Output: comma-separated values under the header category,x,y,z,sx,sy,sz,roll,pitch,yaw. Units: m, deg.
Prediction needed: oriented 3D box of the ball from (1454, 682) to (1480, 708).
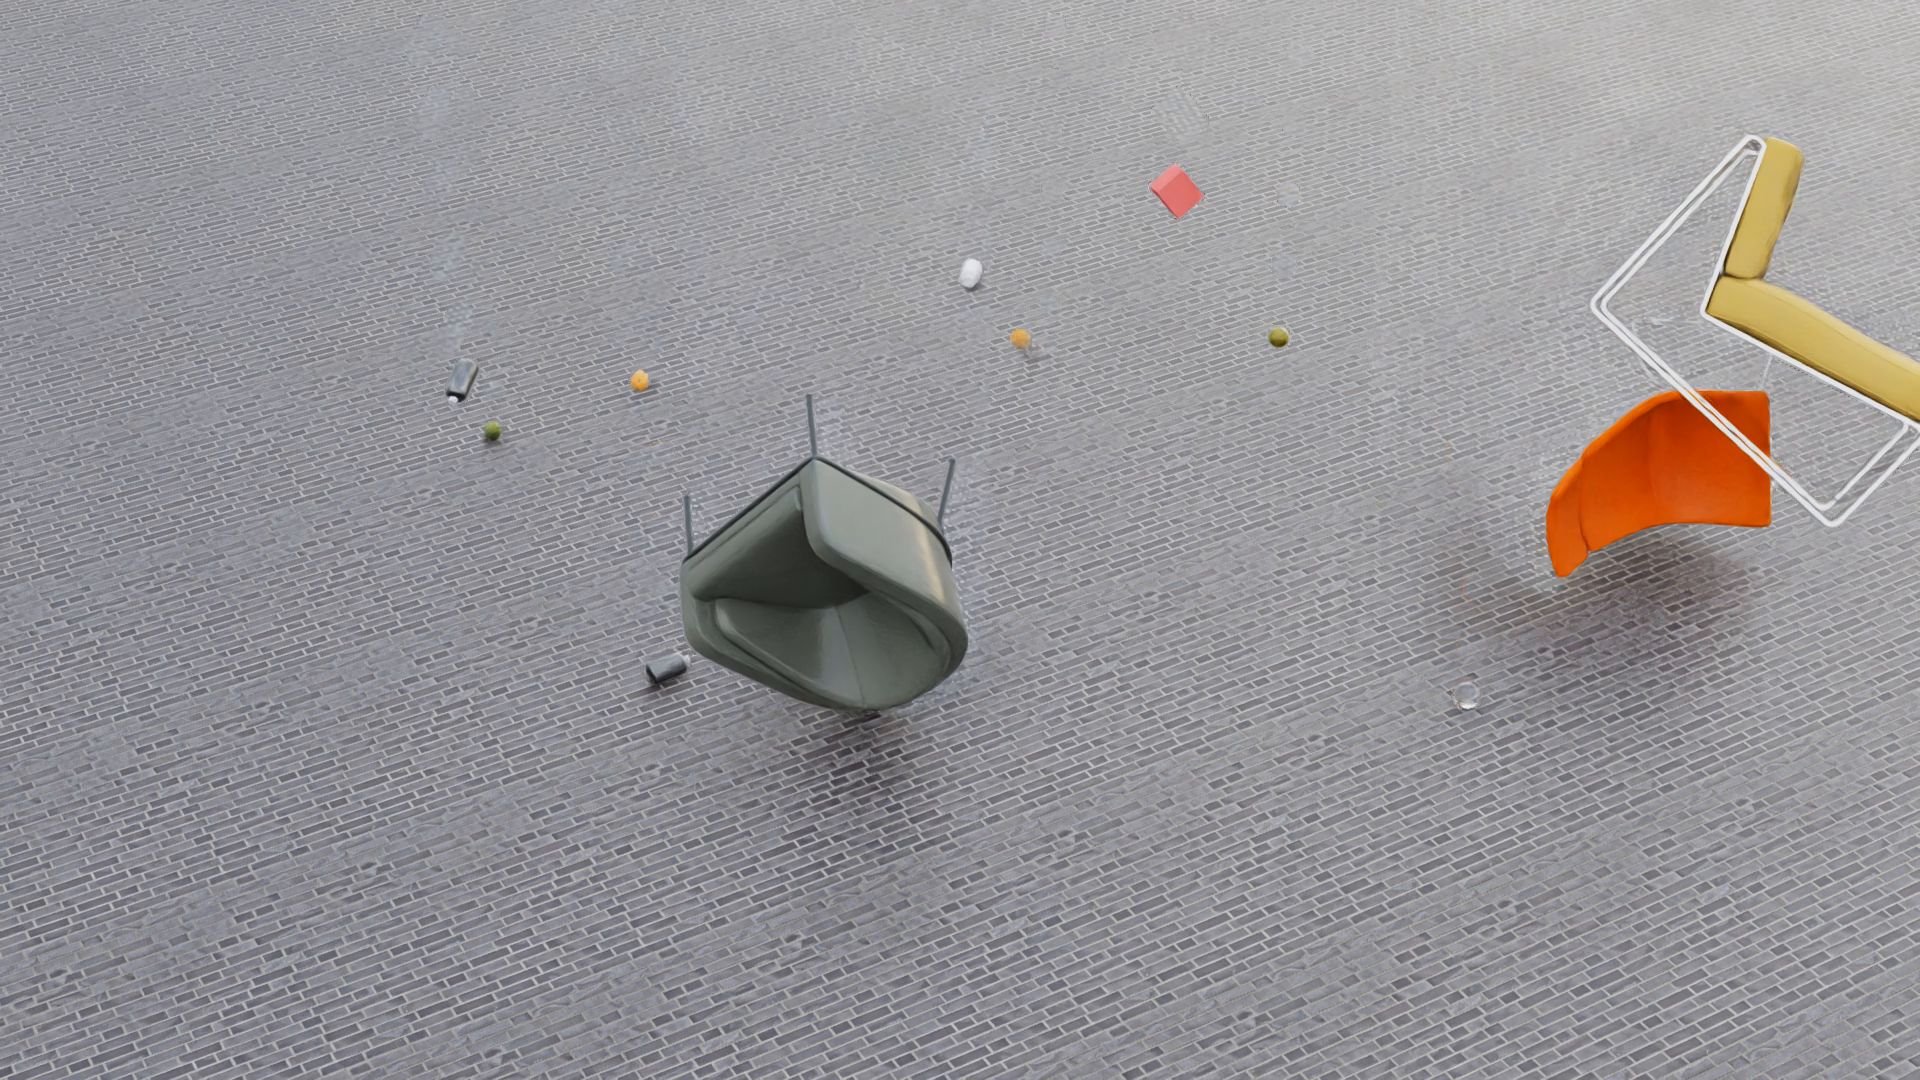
category,x,y,z,sx,sy,sz,roll,pitch,yaw
ball,1.739,0.532,10.054,0.092,0.092,0.092,0,33,0

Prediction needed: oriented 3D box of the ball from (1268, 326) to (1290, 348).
category,x,y,z,sx,sy,sz,roll,pitch,yaw
ball,1.318,-0.839,12.119,0.086,0.086,0.086,0,33,0

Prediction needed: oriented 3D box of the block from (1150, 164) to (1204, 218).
category,x,y,z,sx,sy,sz,roll,pitch,yaw
block,0.877,-1.413,11.867,0.137,0.148,0.115,-41,25,4
